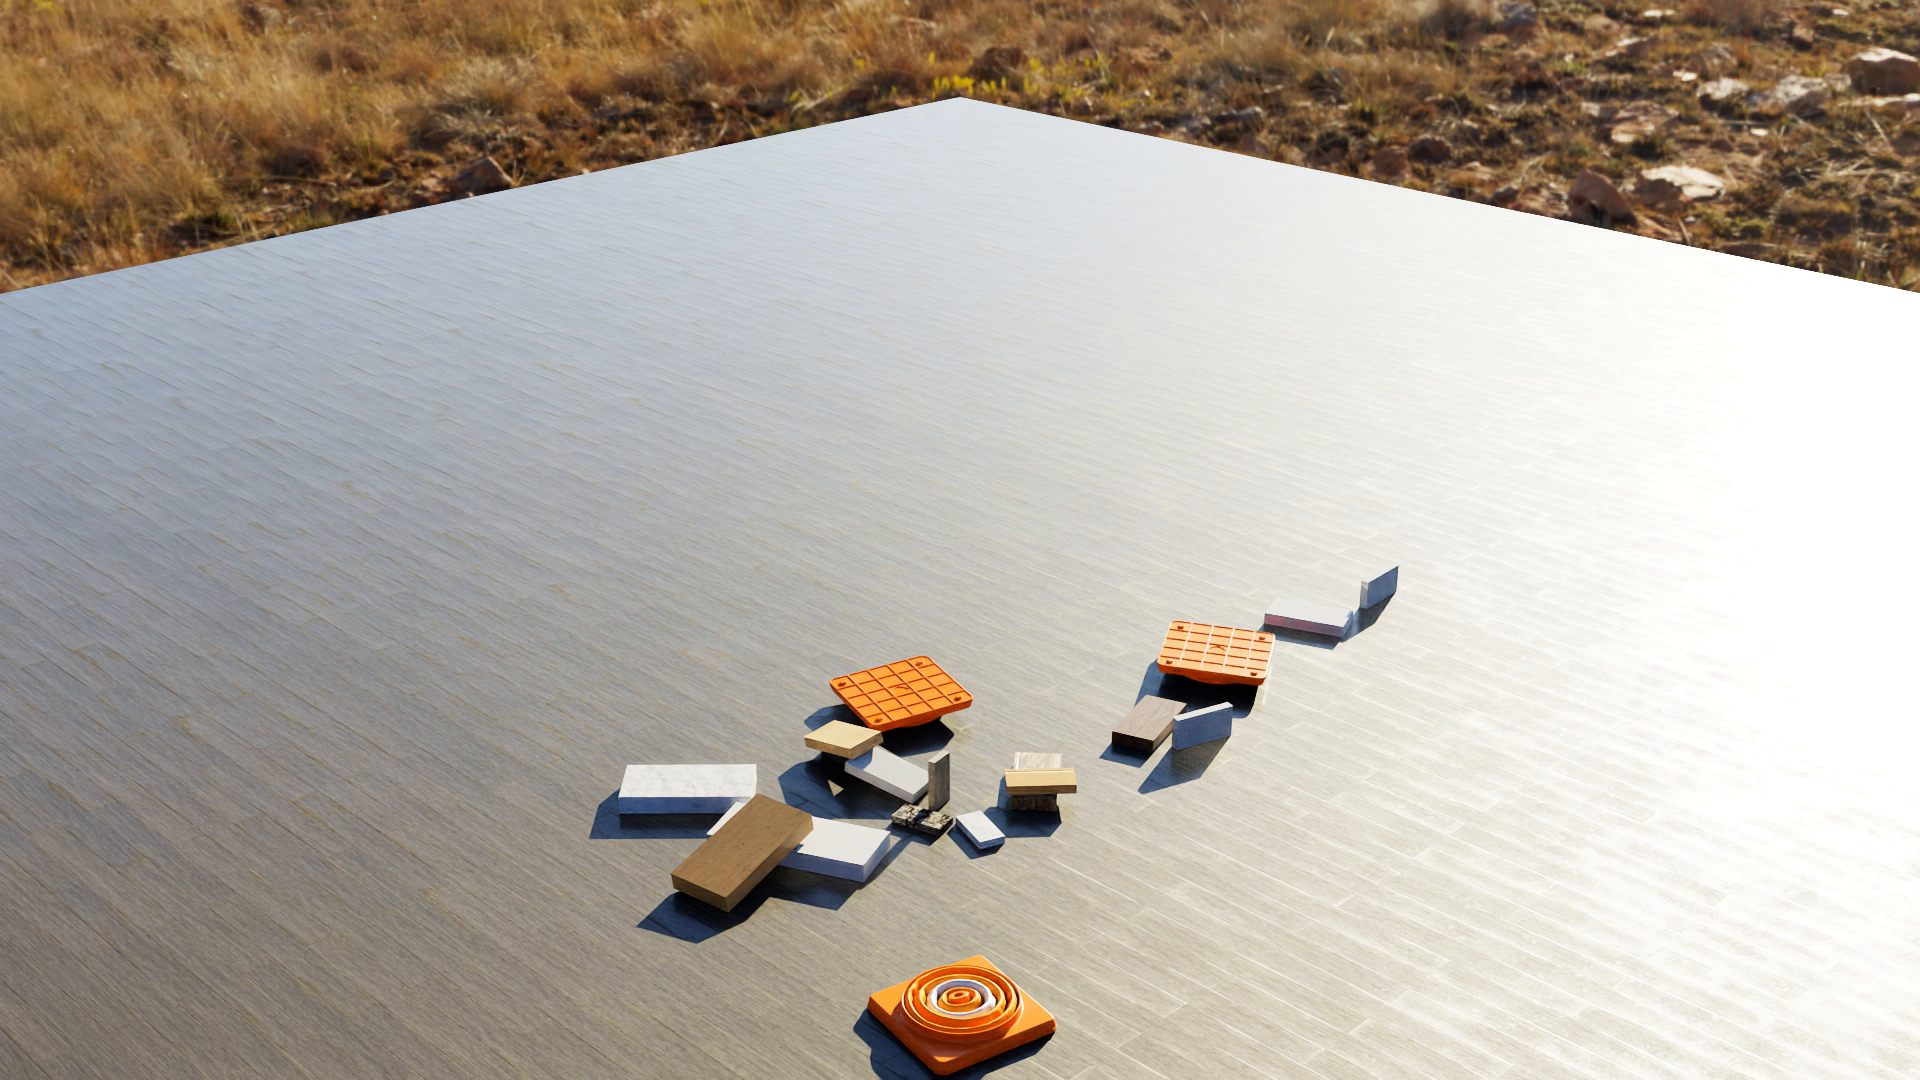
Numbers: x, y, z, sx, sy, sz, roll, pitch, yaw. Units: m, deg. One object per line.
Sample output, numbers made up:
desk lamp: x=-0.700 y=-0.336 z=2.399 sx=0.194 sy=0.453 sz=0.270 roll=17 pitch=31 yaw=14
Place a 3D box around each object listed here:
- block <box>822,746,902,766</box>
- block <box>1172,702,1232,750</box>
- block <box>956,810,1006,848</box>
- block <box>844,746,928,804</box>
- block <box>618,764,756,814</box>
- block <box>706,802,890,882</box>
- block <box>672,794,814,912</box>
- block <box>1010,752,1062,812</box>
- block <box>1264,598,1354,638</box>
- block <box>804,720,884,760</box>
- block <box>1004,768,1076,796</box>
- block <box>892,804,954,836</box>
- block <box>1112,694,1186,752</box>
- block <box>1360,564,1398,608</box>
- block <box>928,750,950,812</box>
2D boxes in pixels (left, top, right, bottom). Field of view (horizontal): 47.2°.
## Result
block: x=-0.210 y=0.456 z=4.656 sx=0.084 sy=0.024 sz=0.168 roll=-19 pitch=29 yaw=-37
block: x=0.521 y=0.400 z=4.727 sx=0.142 sy=0.071 sz=0.020 roll=-12 pitch=26 yaw=-26
block: x=0.040 y=0.577 z=4.381 sx=0.055 sy=0.016 sz=0.111 roll=-11 pitch=25 yaw=-24
block: x=-0.145 y=0.483 z=4.550 sx=0.168 sy=0.024 sz=0.084 roll=23 pitch=34 yaw=24
block: x=-0.557 y=0.510 z=4.510 sx=0.267 sy=0.038 sz=0.134 roll=0 pitch=23 yaw=0
block: x=-0.317 y=0.591 z=4.318 sx=0.333 sy=0.038 sz=0.134 roll=8 pitch=24 yaw=19
block: x=-0.416 y=0.598 z=4.229 sx=0.134 sy=0.038 sz=0.267 roll=17 pitch=40 yaw=30
block: x=0.157 y=0.499 z=4.550 sx=0.096 sy=0.027 sz=0.193 roll=2 pitch=23 yaw=5
block: x=0.839 y=0.186 z=5.288 sx=0.193 sy=0.027 sz=0.096 roll=10 pitch=25 yaw=22
block: x=-0.246 y=0.420 z=4.634 sx=0.084 sy=0.024 sz=0.168 roll=-27 pitch=21 yaw=-34
block: x=0.165 y=0.494 z=4.501 sx=0.142 sy=0.020 sz=0.071 roll=-1 pitch=23 yaw=-2
block: x=-0.076 y=0.561 z=4.417 sx=0.111 sy=0.016 sz=0.055 roll=12 pitch=26 yaw=27
block: x=0.413 y=0.398 z=4.788 sx=0.096 sy=0.027 sz=0.193 roll=11 pitch=25 yaw=25
block: x=1.030 y=0.113 z=5.404 sx=0.020 sy=0.071 sz=0.142 roll=19 pitch=29 yaw=37
block: x=-0.042 y=0.489 z=4.467 sx=0.016 sy=0.111 sz=0.055 roll=14 pitch=27 yaw=30
